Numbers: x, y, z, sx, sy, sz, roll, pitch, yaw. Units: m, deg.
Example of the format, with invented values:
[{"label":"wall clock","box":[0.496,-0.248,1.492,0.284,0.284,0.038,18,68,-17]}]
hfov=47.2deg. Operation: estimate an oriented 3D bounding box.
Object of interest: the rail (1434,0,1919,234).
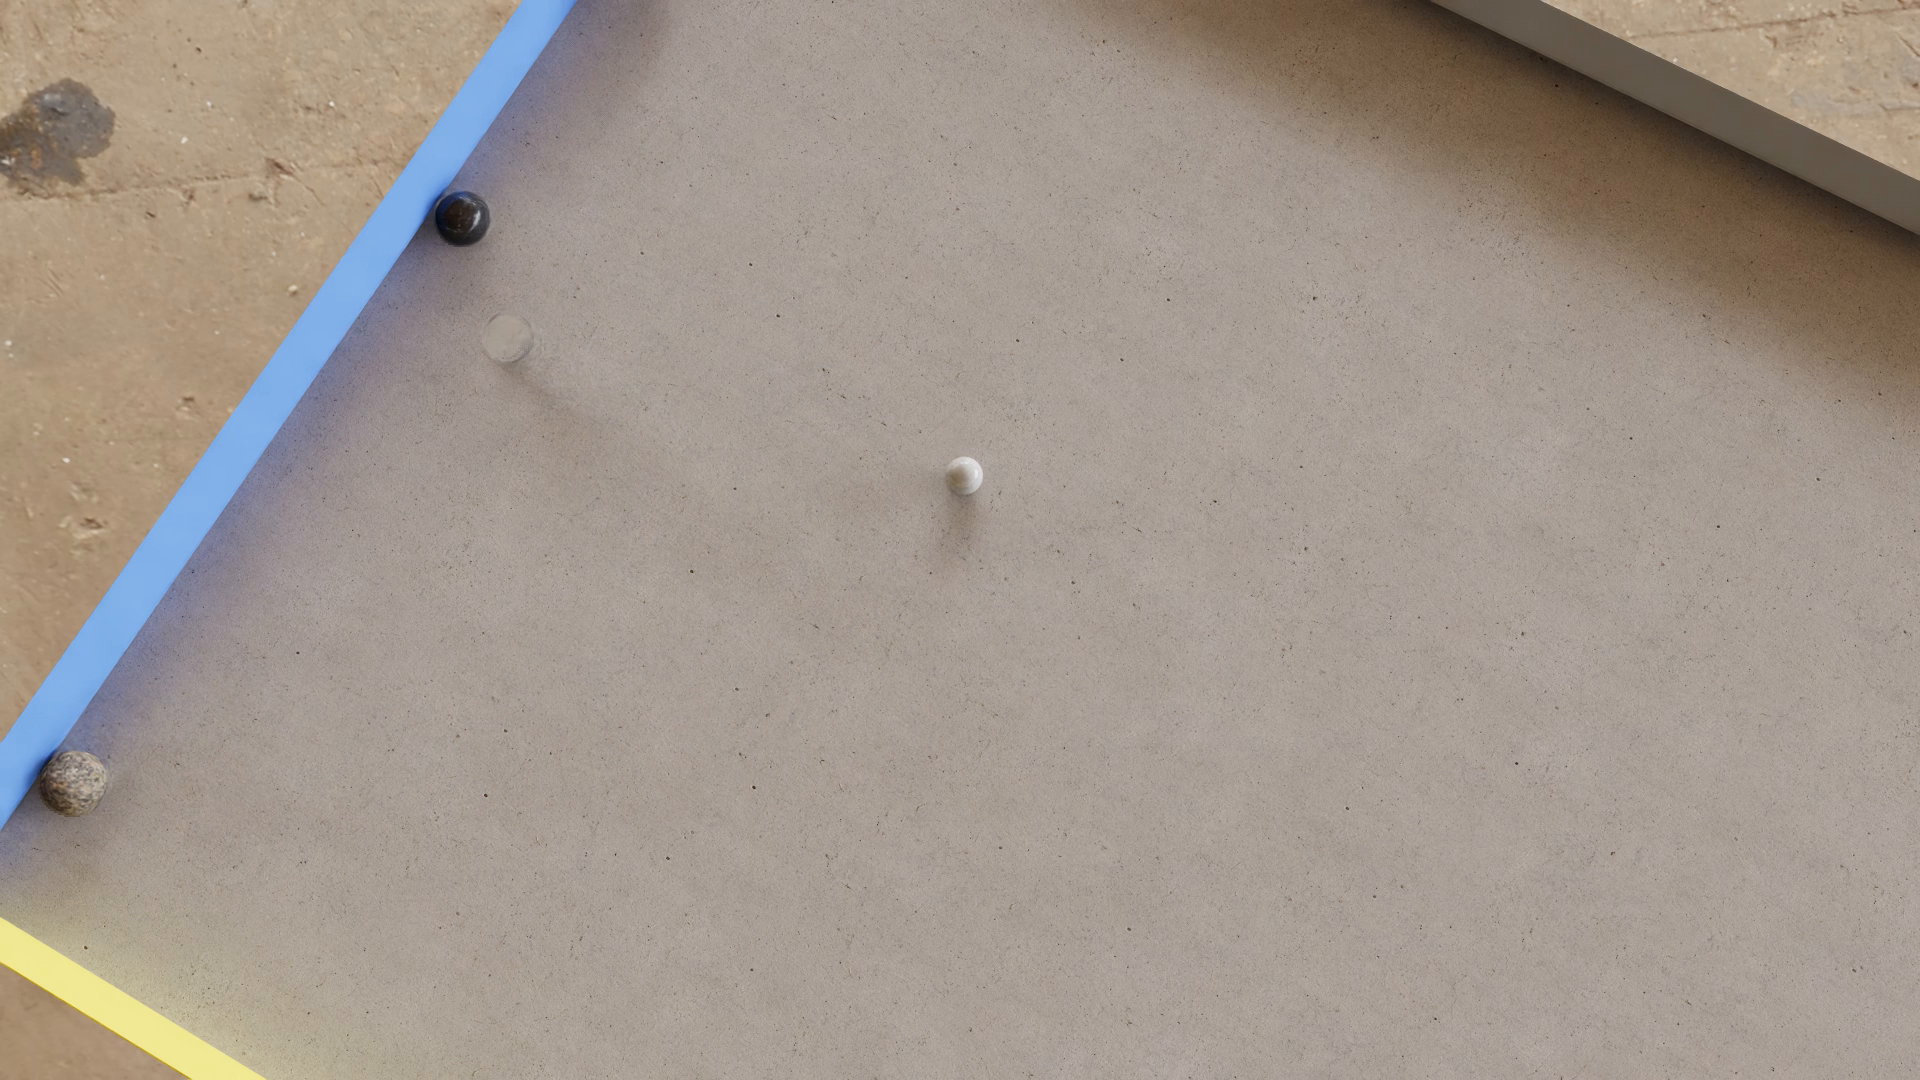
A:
[{"label":"rail","box":[1.508,-0.523,3.514,4.203,0.128,0.045,28,75,8]}]

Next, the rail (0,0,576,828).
[{"label":"rail","box":[-0.895,-0.489,3.503,0.045,0.128,2.466,28,75,8]}]

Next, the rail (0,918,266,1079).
[{"label":"rail","box":[0.323,1.491,2.893,4.203,0.128,0.045,28,75,8]}]

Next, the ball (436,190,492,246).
[{"label":"ball","box":[-0.798,-0.517,3.535,0.088,0.088,0.088,0,73,0]}]

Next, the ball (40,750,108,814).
[{"label":"ball","box":[-1.314,0.359,3.261,0.095,0.095,0.095,0,73,0]}]

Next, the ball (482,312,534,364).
[{"label":"ball","box":[-0.715,-0.320,3.477,0.081,0.081,0.081,0,73,0]}]

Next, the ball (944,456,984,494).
[{"label":"ball","box":[0.006,-0.100,3.421,0.059,0.059,0.059,0,73,0]}]
